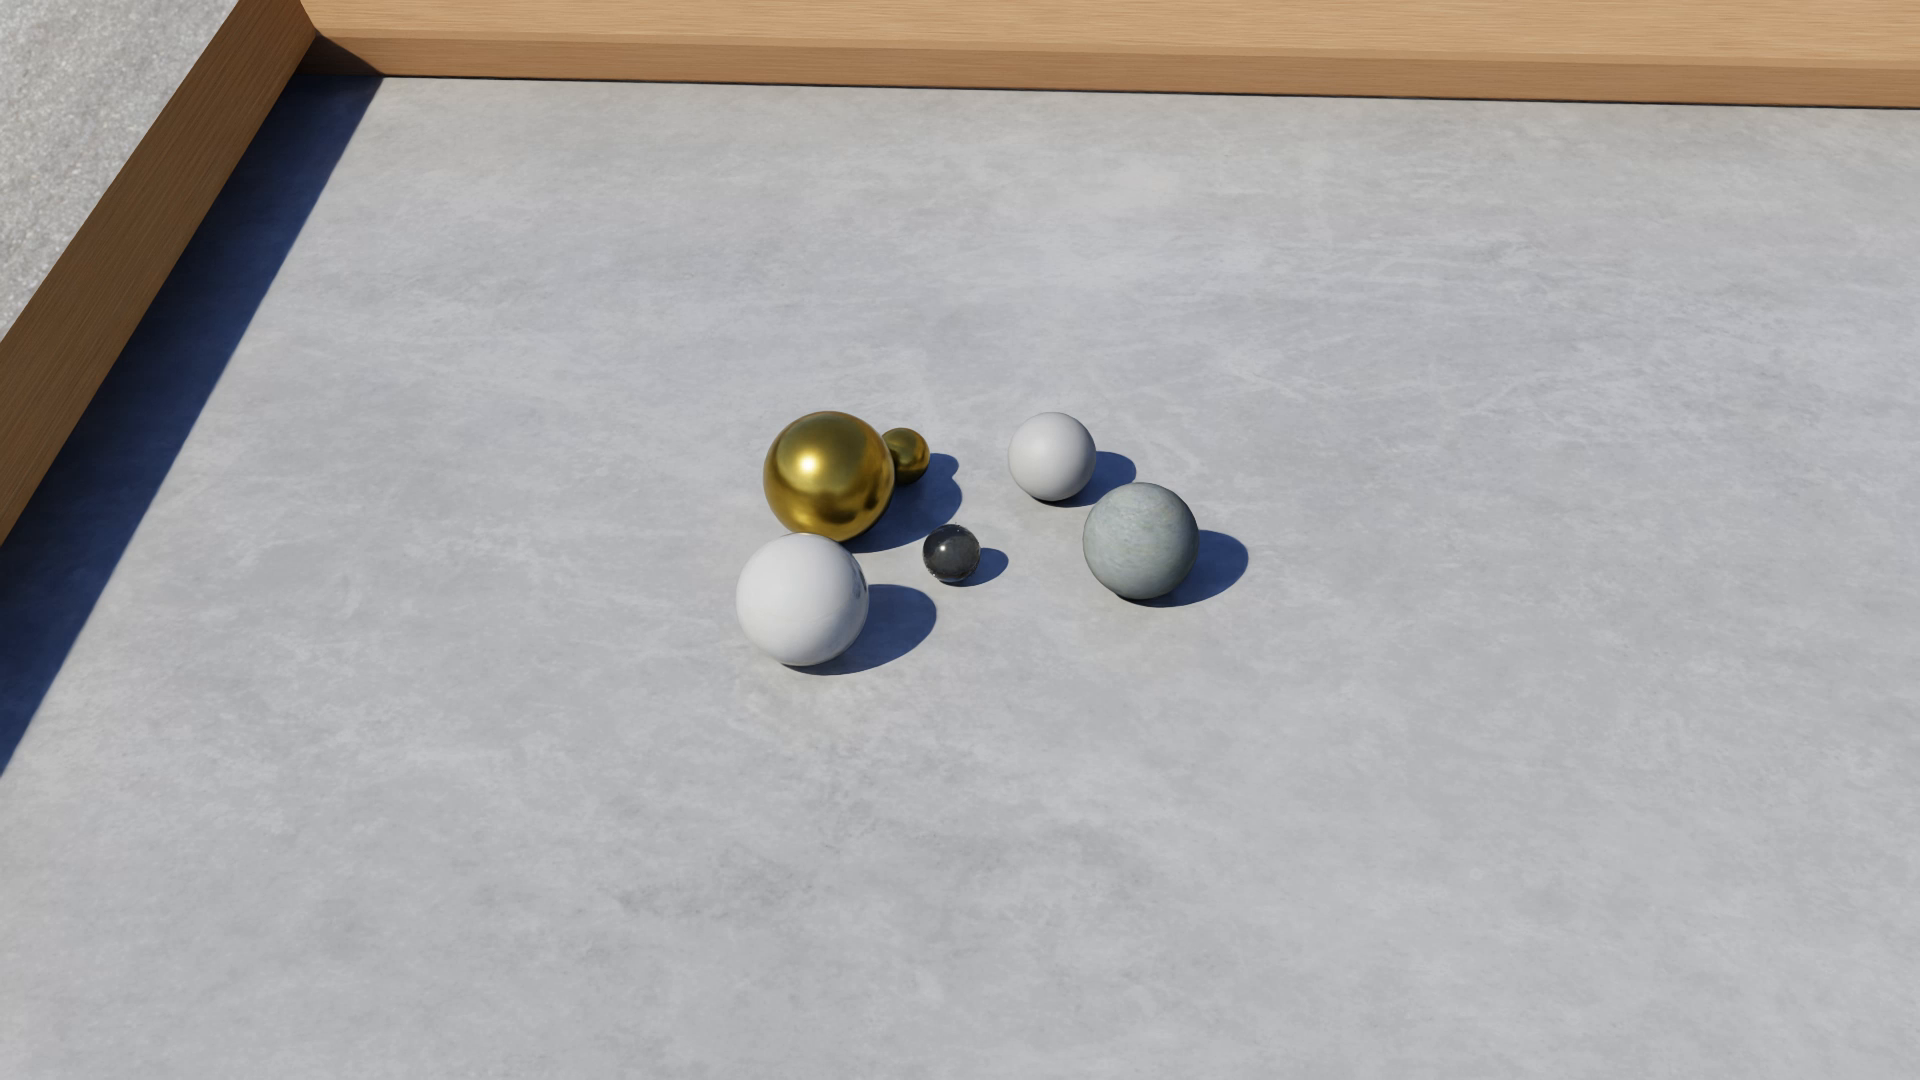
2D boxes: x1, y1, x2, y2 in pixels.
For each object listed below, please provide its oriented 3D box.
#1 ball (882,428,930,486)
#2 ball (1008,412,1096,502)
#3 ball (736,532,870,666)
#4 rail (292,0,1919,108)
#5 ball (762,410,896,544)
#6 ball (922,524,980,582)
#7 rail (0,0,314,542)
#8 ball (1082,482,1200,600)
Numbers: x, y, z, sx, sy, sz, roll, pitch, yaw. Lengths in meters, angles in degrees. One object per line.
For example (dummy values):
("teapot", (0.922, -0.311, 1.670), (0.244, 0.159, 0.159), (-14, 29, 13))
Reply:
("ball", (-0.045, -0.064, 1.975), (0.045, 0.045, 0.045), (0, 35, 0))
("ball", (0.070, -0.064, 1.954), (0.068, 0.068, 0.068), (0, 35, 0))
("ball", (-0.109, 0.041, 1.783), (0.093, 0.093, 0.093), (0, 35, 0))
("rail", (0.760, -0.472, 2.482), (2.880, 0.129, 0.045), (2, 35, 2))
("ball", (-0.097, -0.046, 1.903), (0.099, 0.099, 0.099), (0, 35, 0))
("ball", (-0.006, 0.010, 1.871), (0.043, 0.043, 0.043), (0, 35, 0))
("rail", (-0.695, -0.044, 1.871), (0.045, 0.129, 1.683), (2, 35, 2))
("ball", (0.130, 0.000, 1.848), (0.084, 0.084, 0.084), (0, 35, 0))
